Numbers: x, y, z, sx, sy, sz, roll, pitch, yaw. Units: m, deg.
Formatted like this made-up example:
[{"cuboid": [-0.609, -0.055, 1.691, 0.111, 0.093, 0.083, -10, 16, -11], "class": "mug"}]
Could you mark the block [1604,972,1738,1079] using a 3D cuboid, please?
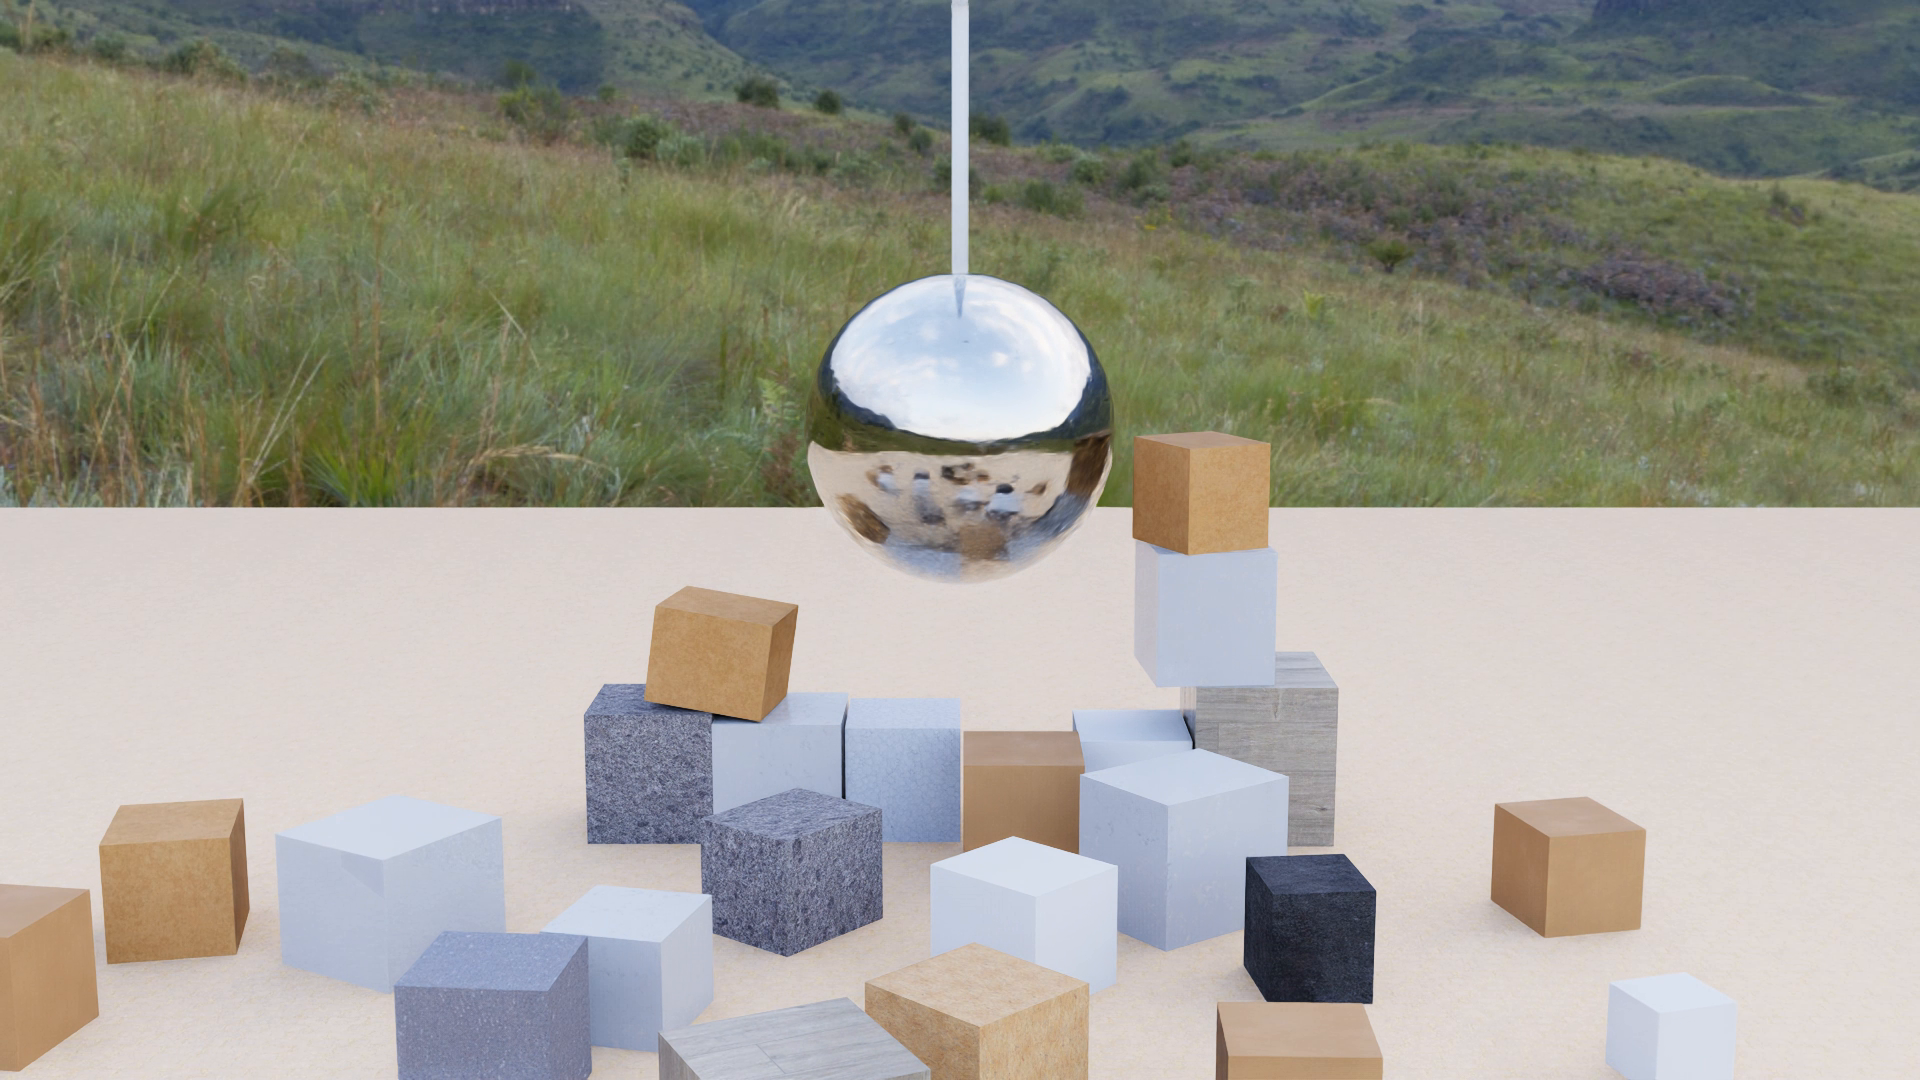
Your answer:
[{"cuboid": [2.698, 1.872, 8.351, 0.342, 0.328, 0.320, -3, 11, -18], "class": "block"}]

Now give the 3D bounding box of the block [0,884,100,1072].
[{"cuboid": [-3.859, 1.707, 8.672, 0.638, 0.538, 0.556, 2, 10, 10], "class": "block"}]

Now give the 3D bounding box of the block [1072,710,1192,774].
[{"cuboid": [0.882, 1.216, 11.397, 0.568, 0.531, 0.628, 0, 10, 0], "class": "block"}]

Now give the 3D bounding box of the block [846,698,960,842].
[{"cuboid": [-0.287, 1.184, 11.388, 0.580, 0.596, 0.608, 0, 10, 0], "class": "block"}]

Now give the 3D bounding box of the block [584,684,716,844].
[{"cuboid": [-1.562, 1.148, 11.372, 0.639, 0.672, 0.646, 0, 10, 0], "class": "block"}]

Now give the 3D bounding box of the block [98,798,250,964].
[{"cuboid": [-3.483, 1.507, 9.785, 0.534, 0.534, 0.594, -2, 11, -12], "class": "block"}]

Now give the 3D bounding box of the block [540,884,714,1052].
[{"cuboid": [-1.332, 1.717, 8.854, 0.507, 0.454, 0.560, 3, 11, 14], "class": "block"}]

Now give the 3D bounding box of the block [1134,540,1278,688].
[{"cuboid": [1.246, 0.337, 11.247, 0.597, 0.672, 0.687, -1, 10, -5], "class": "block"}]

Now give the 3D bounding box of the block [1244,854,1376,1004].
[{"cuboid": [1.461, 1.632, 9.228, 0.430, 0.487, 0.479, -1, 10, -6], "class": "block"}]

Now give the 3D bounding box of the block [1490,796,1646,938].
[{"cuboid": [2.776, 1.489, 10.064, 0.474, 0.469, 0.521, -2, 11, -13], "class": "block"}]

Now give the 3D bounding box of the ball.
[{"cuboid": [0.000, -0.567, 11.267, 1.600, 1.600, 1.600, 0, 10, 0], "class": "ball"}]

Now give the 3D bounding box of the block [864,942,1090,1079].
[{"cuboid": [0.060, 1.845, 7.843, 0.572, 0.563, 0.554, 10, 14, 44], "class": "block"}]

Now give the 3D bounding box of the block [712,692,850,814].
[{"cuboid": [-0.914, 1.172, 11.372, 0.647, 0.625, 0.655, 0, 10, 1], "class": "block"}]

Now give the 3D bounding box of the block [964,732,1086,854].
[{"cuboid": [0.303, 1.303, 10.739, 0.575, 0.595, 0.616, 0, 10, 0], "class": "block"}]

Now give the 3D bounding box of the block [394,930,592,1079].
[{"cuboid": [-1.709, 1.807, 8.104, 0.558, 0.546, 0.553, 1, 10, 5], "class": "block"}]

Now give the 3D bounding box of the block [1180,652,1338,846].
[{"cuboid": [1.529, 1.069, 11.393, 0.707, 0.821, 0.795, 0, 10, 0], "class": "block"}]

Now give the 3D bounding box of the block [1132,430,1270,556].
[{"cuboid": [1.213, -0.245, 11.095, 0.469, 0.526, 0.538, -5, 11, -26], "class": "block"}]

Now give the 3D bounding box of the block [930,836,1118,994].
[{"cuboid": [0.268, 1.614, 9.238, 0.586, 0.518, 0.519, 10, 14, 42], "class": "block"}]

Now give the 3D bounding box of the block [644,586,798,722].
[{"cuboid": [-1.217, 0.574, 11.281, 0.606, 0.493, 0.580, 10, 10, 7], "class": "block"}]

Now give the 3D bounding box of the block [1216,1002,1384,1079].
[{"cuboid": [1.159, 1.923, 7.590, 0.513, 0.500, 0.469, 0, 10, 2], "class": "block"}]

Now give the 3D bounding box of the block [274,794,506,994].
[{"cuboid": [-2.467, 1.522, 9.560, 0.653, 0.584, 0.691, 6, 12, 32], "class": "block"}]

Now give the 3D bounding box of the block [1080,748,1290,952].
[{"cuboid": [1.017, 1.396, 10.031, 0.735, 0.665, 0.595, -8, 13, -36], "class": "block"}]

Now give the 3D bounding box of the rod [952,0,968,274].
[{"cuboid": [0.000, -3.892, 10.555, 0.080, 5.200, 0.080, 0, 12, 0], "class": "rod"}]

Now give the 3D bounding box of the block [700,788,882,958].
[{"cuboid": [-0.756, 1.487, 9.932, 0.527, 0.521, 0.630, 8, 13, 39], "class": "block"}]

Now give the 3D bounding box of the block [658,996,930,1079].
[{"cuboid": [-0.529, 1.941, 6.964, 0.658, 0.690, 0.652, -5, 11, -26], "class": "block"}]
